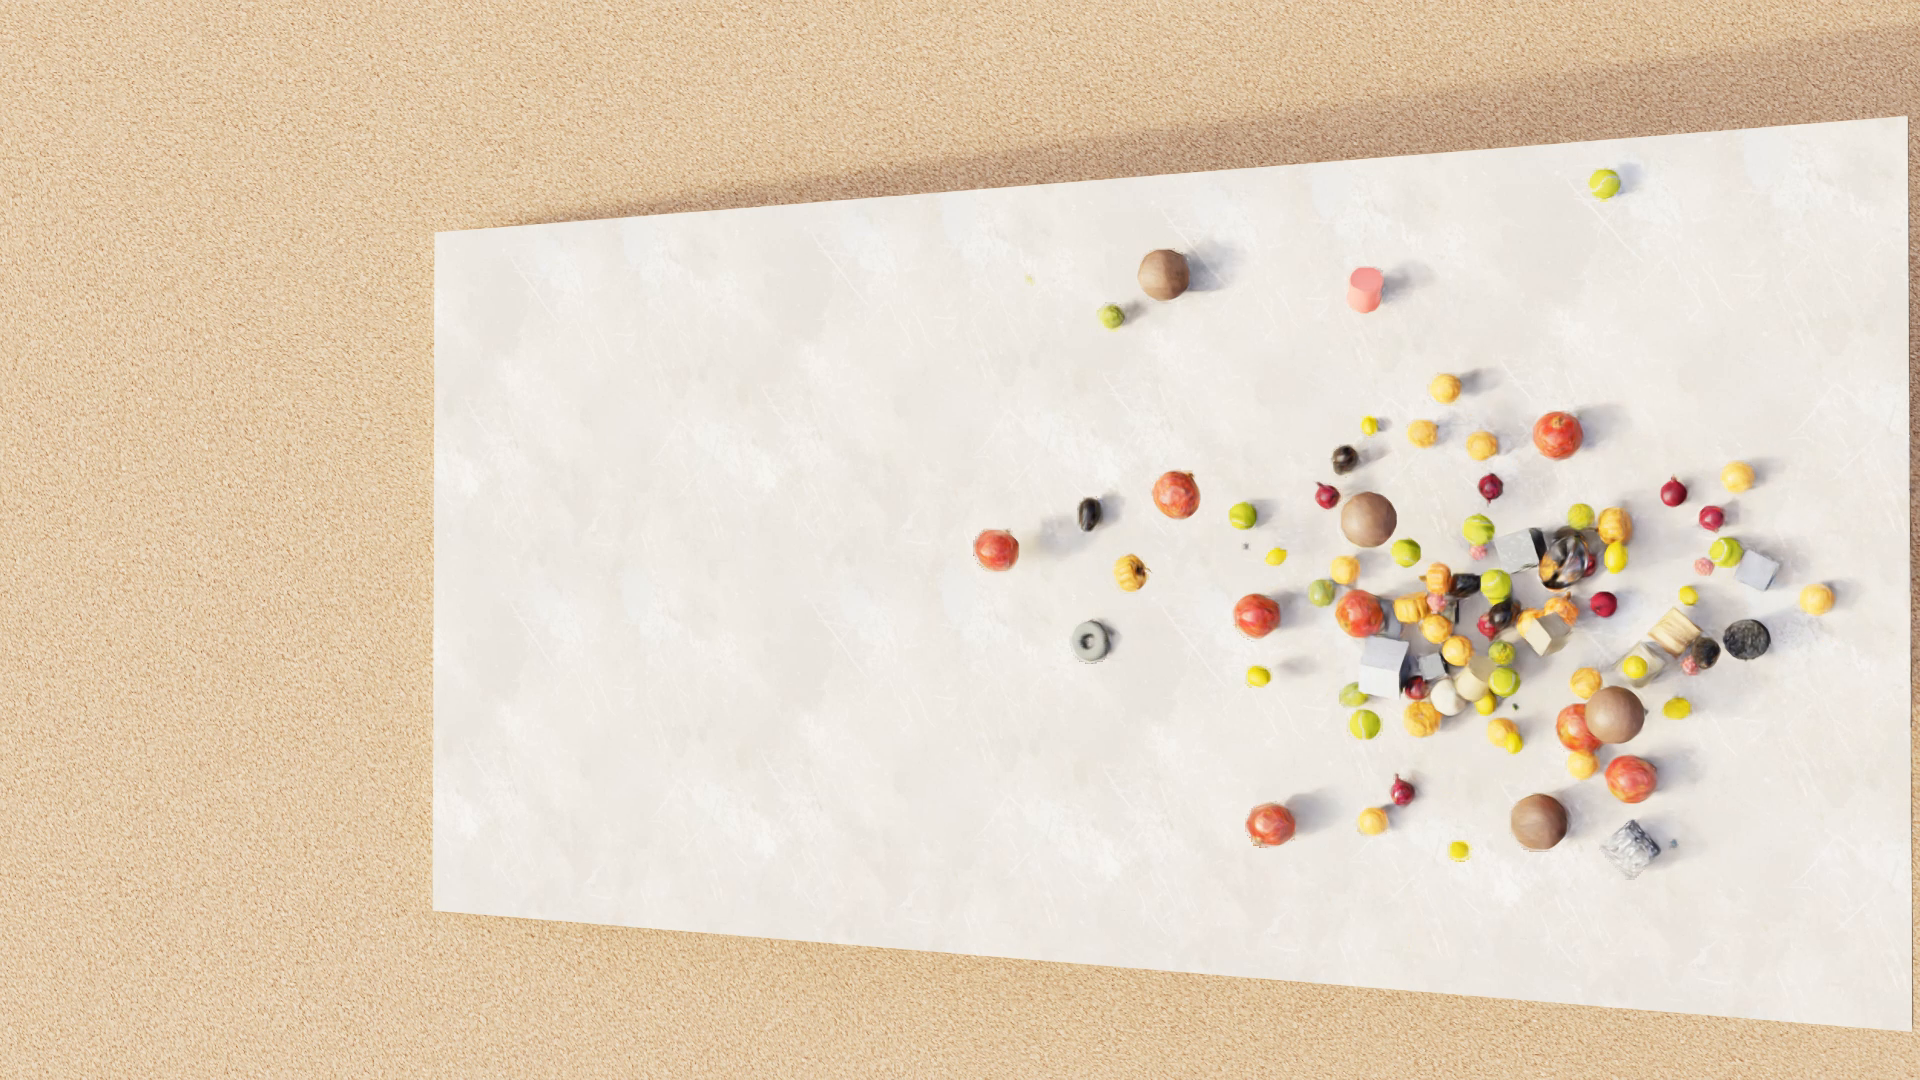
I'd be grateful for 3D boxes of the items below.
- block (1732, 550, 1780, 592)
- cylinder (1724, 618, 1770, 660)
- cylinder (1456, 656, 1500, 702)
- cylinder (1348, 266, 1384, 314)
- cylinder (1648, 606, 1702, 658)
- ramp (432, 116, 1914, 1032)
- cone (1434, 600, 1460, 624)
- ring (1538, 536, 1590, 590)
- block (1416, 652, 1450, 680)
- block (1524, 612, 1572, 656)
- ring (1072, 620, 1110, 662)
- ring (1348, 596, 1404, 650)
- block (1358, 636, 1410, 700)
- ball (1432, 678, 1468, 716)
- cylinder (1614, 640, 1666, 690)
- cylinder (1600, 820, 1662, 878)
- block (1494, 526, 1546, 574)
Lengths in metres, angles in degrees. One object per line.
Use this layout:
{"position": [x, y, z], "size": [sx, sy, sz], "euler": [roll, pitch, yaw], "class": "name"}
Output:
{"position": [1.776, 0.069, 4.902], "size": [0.072, 0.072, 0.072], "euler": [29, 101, 22], "class": "block"}
{"position": [1.754, 0.222, 4.901], "size": [0.090, 0.090, 0.090], "euler": [0, 89, 25], "class": "cylinder"}
{"position": [1.203, 0.322, 5.113], "size": [0.076, 0.076, 0.076], "euler": [9, 49, -10], "class": "cylinder"}
{"position": [0.968, -0.597, 5.254], "size": [0.078, 0.078, 0.078], "euler": [-2, 56, 3], "class": "cylinder"}
{"position": [1.608, 0.209, 4.948], "size": [0.087, 0.087, 0.087], "euler": [41, 100, 0], "class": "cylinder"}
{"position": [0.282, 0.082, 5.692], "size": [4.000, 0.100, 2.000], "euler": [0, 89, 25], "class": "ramp"}
{"position": [1.143, 0.168, 5.182], "size": [0.059, 0.059, 0.059], "euler": [4, 89, 22], "class": "cone"}
{"position": [1.375, 0.054, 5.006], "size": [0.046, 0.137, 0.137], "euler": [29, 89, -23], "class": "ring"}
{"position": [1.123, 0.299, 5.214], "size": [0.053, 0.053, 0.053], "euler": [-20, 81, 23], "class": "block"}
{"position": [1.347, 0.216, 5.034], "size": [0.065, 0.065, 0.065], "euler": [-14, 53, -27], "class": "block"}
{"position": [0.332, 0.256, 5.592], "size": [0.104, 0.035, 0.104], "euler": [-1, 89, 29], "class": "ring"}
{"position": [0.997, 0.203, 5.277], "size": [0.137, 0.046, 0.137], "euler": [0, 90, 25], "class": "ring"}
{"position": [1.007, 0.302, 5.219], "size": [0.096, 0.096, 0.096], "euler": [10, 48, 22], "class": "block"}
{"position": [1.154, 0.369, 5.179], "size": [0.087, 0.087, 0.087], "euler": [0, 89, 0], "class": "ball"}
{"position": [1.545, 0.285, 4.997], "size": [0.081, 0.081, 0.081], "euler": [42, 109, 0], "class": "cylinder"}
{"position": [1.525, 0.701, 4.997], "size": [0.096, 0.096, 0.096], "euler": [-40, 72, 0], "class": "cylinder"}
{"position": [1.306, 0.025, 5.107], "size": [0.086, 0.086, 0.086], "euler": [-21, 81, 31], "class": "block"}
